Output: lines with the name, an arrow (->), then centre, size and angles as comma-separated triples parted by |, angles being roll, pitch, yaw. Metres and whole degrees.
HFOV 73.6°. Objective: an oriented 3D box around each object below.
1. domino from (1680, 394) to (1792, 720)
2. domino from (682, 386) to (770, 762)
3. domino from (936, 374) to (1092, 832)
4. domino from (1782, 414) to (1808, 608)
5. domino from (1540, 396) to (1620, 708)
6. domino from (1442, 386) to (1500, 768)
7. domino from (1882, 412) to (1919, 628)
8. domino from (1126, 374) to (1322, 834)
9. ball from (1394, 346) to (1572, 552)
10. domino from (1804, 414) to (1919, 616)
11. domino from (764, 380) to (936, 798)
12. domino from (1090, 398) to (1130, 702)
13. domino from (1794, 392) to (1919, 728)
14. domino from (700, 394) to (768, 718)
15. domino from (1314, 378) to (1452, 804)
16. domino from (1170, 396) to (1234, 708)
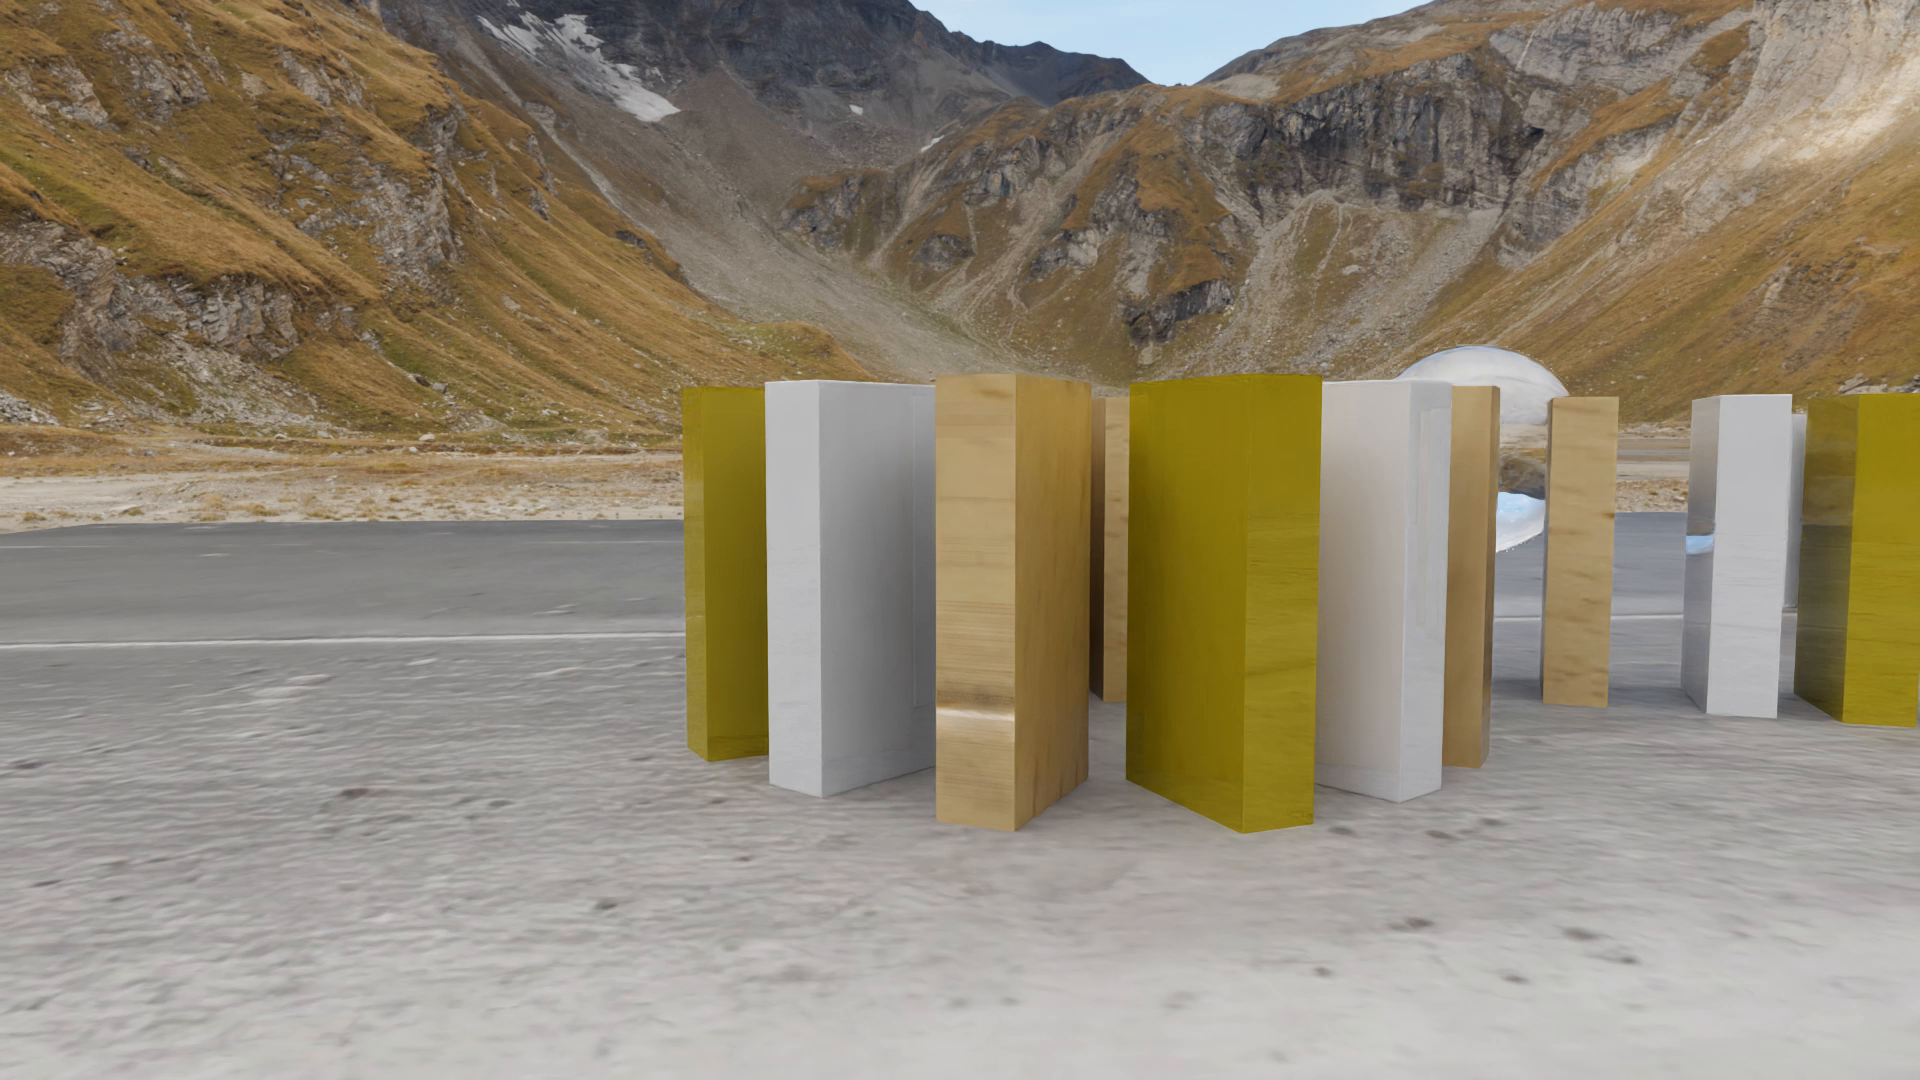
domino -> 0.126, 0.002, 0.210 | 0.010, 0.050, 0.025 | 2, 5, 21
domino -> -0.025, 0.004, 0.180 | 0.025, 0.050, 0.009 | -2, 5, -28
domino -> 0.007, 0.006, 0.152 | 0.009, 0.050, 0.025 | 2, 5, 25
domino -> 0.225, -0.008, 0.338 | 0.025, 0.050, 0.010 | -1, 4, -11
domino -> 0.105, 0.001, 0.219 | 0.009, 0.050, 0.025 | 2, 5, 23
domino -> 0.060, 0.004, 0.176 | 0.025, 0.050, 0.009 | 2, 5, 29
domino -> 0.232, -0.005, 0.300 | 0.025, 0.050, 0.009 | -1, 4, -9
domino -> 0.030, 0.006, 0.152 | 0.009, 0.050, 0.025 | -2, 5, -23
ball -> 0.197, -0.035, 0.494 | 0.080, 0.080, 0.080 | 0, 4, 0
domino -> 0.228, -0.007, 0.322 | 0.025, 0.050, 0.009 | -1, 4, -11
domino -> -0.012, 0.005, 0.165 | 0.009, 0.050, 0.025 | 4, 6, 41
domino -> 0.027, 0.001, 0.223 | 0.009, 0.050, 0.025 | 0, 4, -5
domino -> 0.143, 0.002, 0.204 | 0.010, 0.050, 0.025 | 1, 5, 18
domino -> -0.027, 0.002, 0.202 | 0.025, 0.050, 0.010 | 1, 4, 12
domino -> 0.048, 0.005, 0.163 | 0.010, 0.050, 0.025 | -4, 6, -41
domino -> 0.048, 0.001, 0.216 | 0.025, 0.050, 0.010 | -4, 6, -41
